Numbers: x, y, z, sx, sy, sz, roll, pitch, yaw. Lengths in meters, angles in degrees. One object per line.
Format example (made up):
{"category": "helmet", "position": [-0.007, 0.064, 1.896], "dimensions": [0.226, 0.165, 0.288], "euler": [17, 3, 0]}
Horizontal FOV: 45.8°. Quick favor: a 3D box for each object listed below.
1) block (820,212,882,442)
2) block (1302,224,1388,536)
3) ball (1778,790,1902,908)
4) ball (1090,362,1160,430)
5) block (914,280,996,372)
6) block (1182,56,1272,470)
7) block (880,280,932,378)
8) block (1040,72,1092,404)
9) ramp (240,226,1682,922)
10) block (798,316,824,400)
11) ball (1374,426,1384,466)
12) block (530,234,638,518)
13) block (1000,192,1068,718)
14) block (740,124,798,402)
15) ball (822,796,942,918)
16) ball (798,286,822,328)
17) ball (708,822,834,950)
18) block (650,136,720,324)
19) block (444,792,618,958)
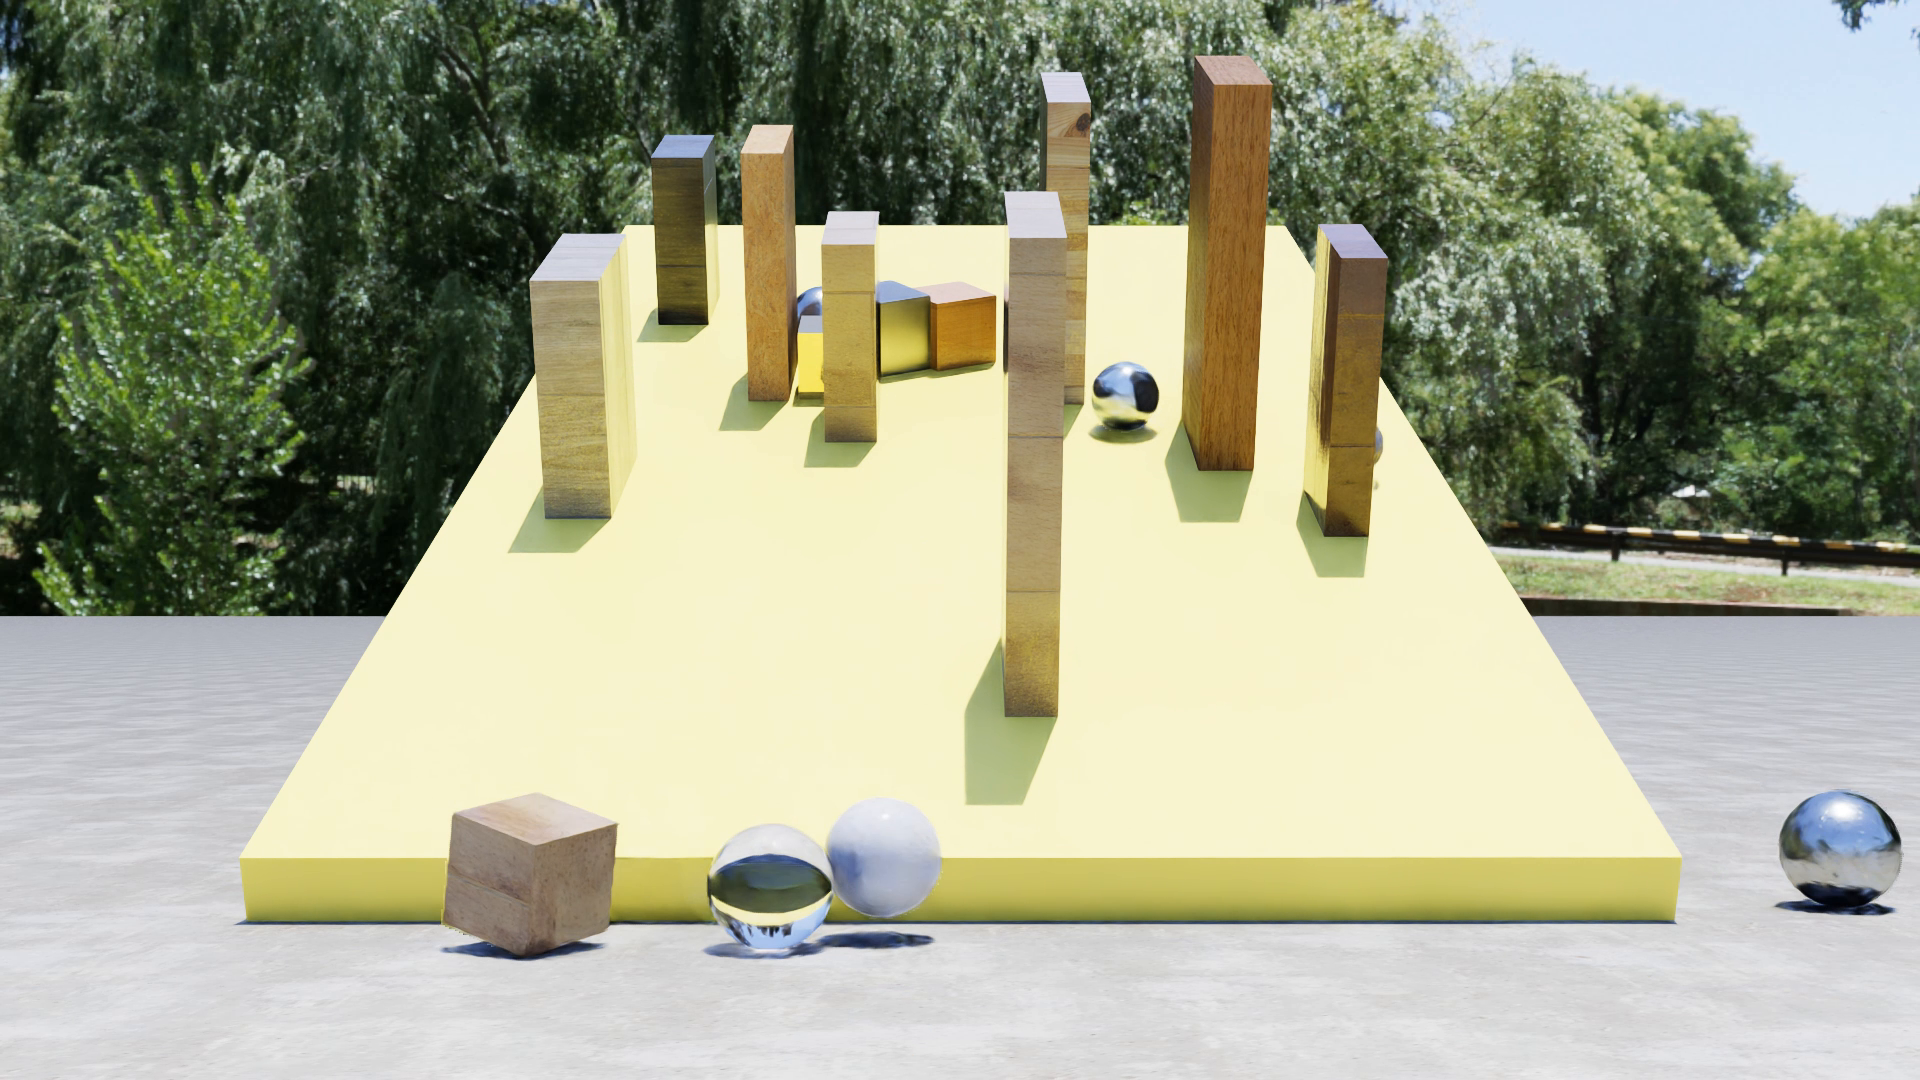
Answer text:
{"category": "block", "position": [-0.235, -0.470, 4.971], "dimensions": [0.112, 0.434, 0.320], "euler": [0, 20, 0]}
{"category": "block", "position": [0.740, -0.311, 4.390], "dimensions": [0.086, 0.544, 0.283], "euler": [0, 20, 0]}
{"category": "ball", "position": [1.289, 0.453, 3.329], "dimensions": [0.170, 0.170, 0.170], "euler": [0, -2, 0]}
{"category": "ball", "position": [0.360, -0.314, 4.961], "dimensions": [0.152, 0.152, 0.152], "euler": [0, -2, 0]}
{"category": "block", "position": [-0.026, -0.518, 5.487], "dimensions": [0.165, 0.165, 0.165], "euler": [-12, 23, -29]}
{"category": "block", "position": [0.553, -0.583, 4.759], "dimensions": [0.115, 0.797, 0.378], "euler": [0, 20, 0]}
{"category": "block", "position": [-0.193, -0.503, 5.427], "dimensions": [0.180, 0.180, 0.180], "euler": [-12, 24, -30]}
{"category": "block", "position": [0.236, -0.700, 5.237], "dimensions": [0.094, 0.683, 0.414], "euler": [0, 20, 0]}
{"category": "ramp", "position": [-0.005, -0.210, 5.041], "dimensions": [2.000, 0.100, 4.000], "euler": [0, 20, 0]}
{"category": "block", "position": [-0.290, -0.422, 5.242], "dimensions": [0.156, 0.156, 0.156], "euler": [0, 20, 0]}
{"category": "ball", "position": [0.804, -0.196, 4.644], "dimensions": [0.123, 0.123, 0.123], "euler": [0, -2, 0]}
{"category": "block", "position": [-0.746, -0.333, 4.541], "dimensions": [0.130, 0.477, 0.395], "euler": [0, 20, 0]}
{"category": "block", "position": [0.113, -0.138, 3.602], "dimensions": [0.084, 0.768, 0.328], "euler": [0, 20, 0]}
{"category": "block", "position": [-0.436, -0.643, 5.246], "dimensions": [0.093, 0.568, 0.349], "euler": [0, 20, 0]}
{"category": "ball", "position": [-0.102, 0.418, 3.001], "dimensions": [0.158, 0.158, 0.158], "euler": [0, -2, 0]}
{"category": "ball", "position": [-0.335, -0.536, 5.537], "dimensions": [0.164, 0.164, 0.164], "euler": [0, -2, 0]}
{"category": "ball", "position": [-0.243, 0.444, 2.917], "dimensions": [0.162, 0.162, 0.162], "euler": [0, -2, 0]}
{"category": "block", "position": [-0.706, -0.804, 5.876], "dimensions": [0.129, 0.430, 0.306], "euler": [0, 20, 0]}
{"category": "block", "position": [-0.553, 0.429, 2.930], "dimensions": [0.149, 0.149, 0.149], "euler": [14, 13, 33]}
